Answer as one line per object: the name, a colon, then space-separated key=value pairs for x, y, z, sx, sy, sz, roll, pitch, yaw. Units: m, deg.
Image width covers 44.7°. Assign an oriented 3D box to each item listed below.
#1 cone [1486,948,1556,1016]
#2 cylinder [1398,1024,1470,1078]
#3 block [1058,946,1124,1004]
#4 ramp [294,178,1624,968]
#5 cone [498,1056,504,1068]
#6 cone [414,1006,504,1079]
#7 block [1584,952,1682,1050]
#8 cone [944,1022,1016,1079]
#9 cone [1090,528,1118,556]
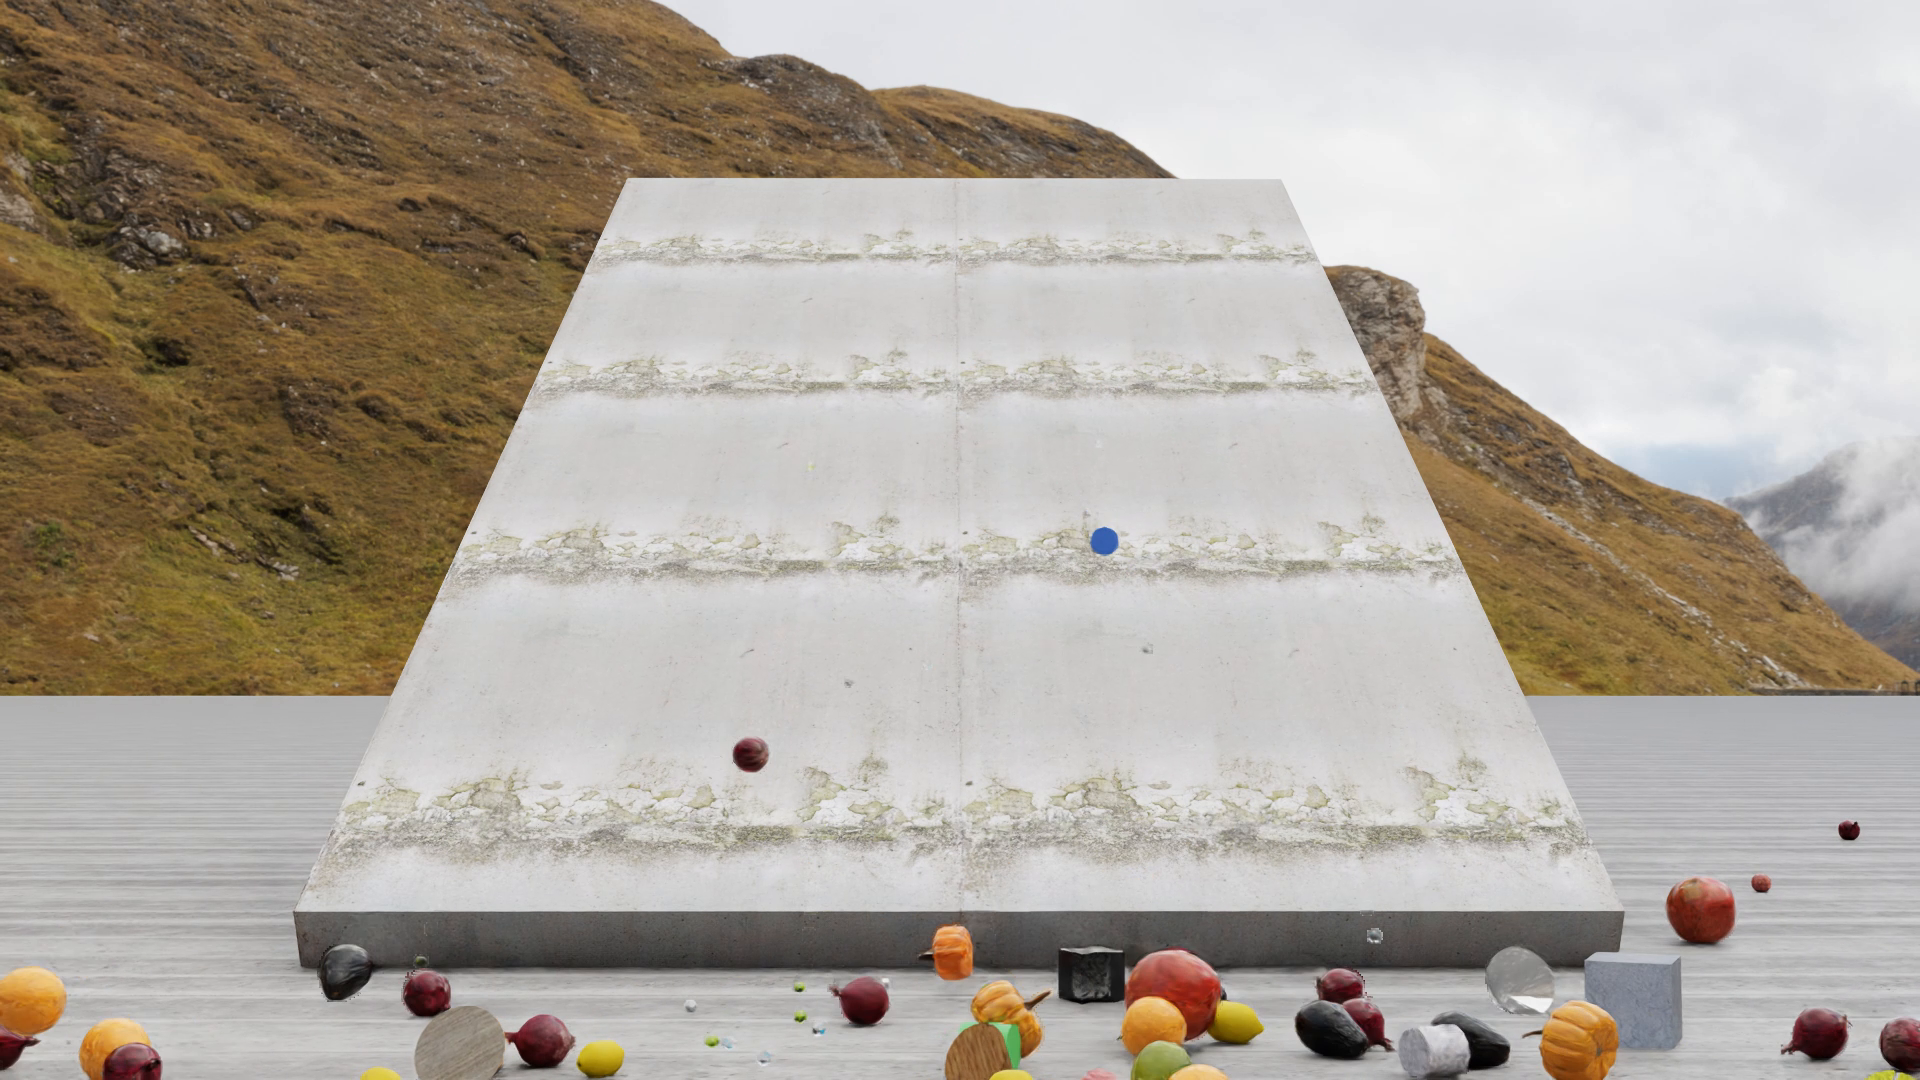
cone: x=0.720 y=0.597 z=3.074 sx=0.094 sy=0.094 sz=0.094 roll=1 pitch=-30 yaw=-12
cylinder: x=0.516 y=0.557 z=2.542 sx=0.054 sy=0.054 sz=0.054 roll=2 pitch=-4 yaw=-28
block: x=0.178 y=0.591 z=3.174 sx=0.066 sy=0.066 sz=0.066 roll=2 pitch=-4 yaw=-24
ramp: x=-0.009 y=-0.229 z=5.345 sx=2.000 sy=0.100 sz=4.000 roll=0 pitch=25 yaw=0
cone: x=-0.520 y=0.571 z=2.580 sx=0.068 sy=0.068 sz=0.068 roll=-1 pitch=-31 yaw=17
cone: x=-0.514 y=0.558 z=2.478 sx=0.098 sy=0.098 sz=0.098 roll=-1 pitch=-30 yaw=11
block: x=0.807 y=0.550 z=2.796 sx=0.099 sy=0.099 sz=0.099 roll=-2 pitch=-4 yaw=23
cone: x=0.039 y=0.561 z=2.463 sx=0.079 sy=0.079 sz=0.079 roll=-3 pitch=-32 yaw=42
cone: x=0.285 y=0.004 z=4.686 sx=0.057 sy=0.057 sz=0.057 roll=0 pitch=-2 yaw=-8
